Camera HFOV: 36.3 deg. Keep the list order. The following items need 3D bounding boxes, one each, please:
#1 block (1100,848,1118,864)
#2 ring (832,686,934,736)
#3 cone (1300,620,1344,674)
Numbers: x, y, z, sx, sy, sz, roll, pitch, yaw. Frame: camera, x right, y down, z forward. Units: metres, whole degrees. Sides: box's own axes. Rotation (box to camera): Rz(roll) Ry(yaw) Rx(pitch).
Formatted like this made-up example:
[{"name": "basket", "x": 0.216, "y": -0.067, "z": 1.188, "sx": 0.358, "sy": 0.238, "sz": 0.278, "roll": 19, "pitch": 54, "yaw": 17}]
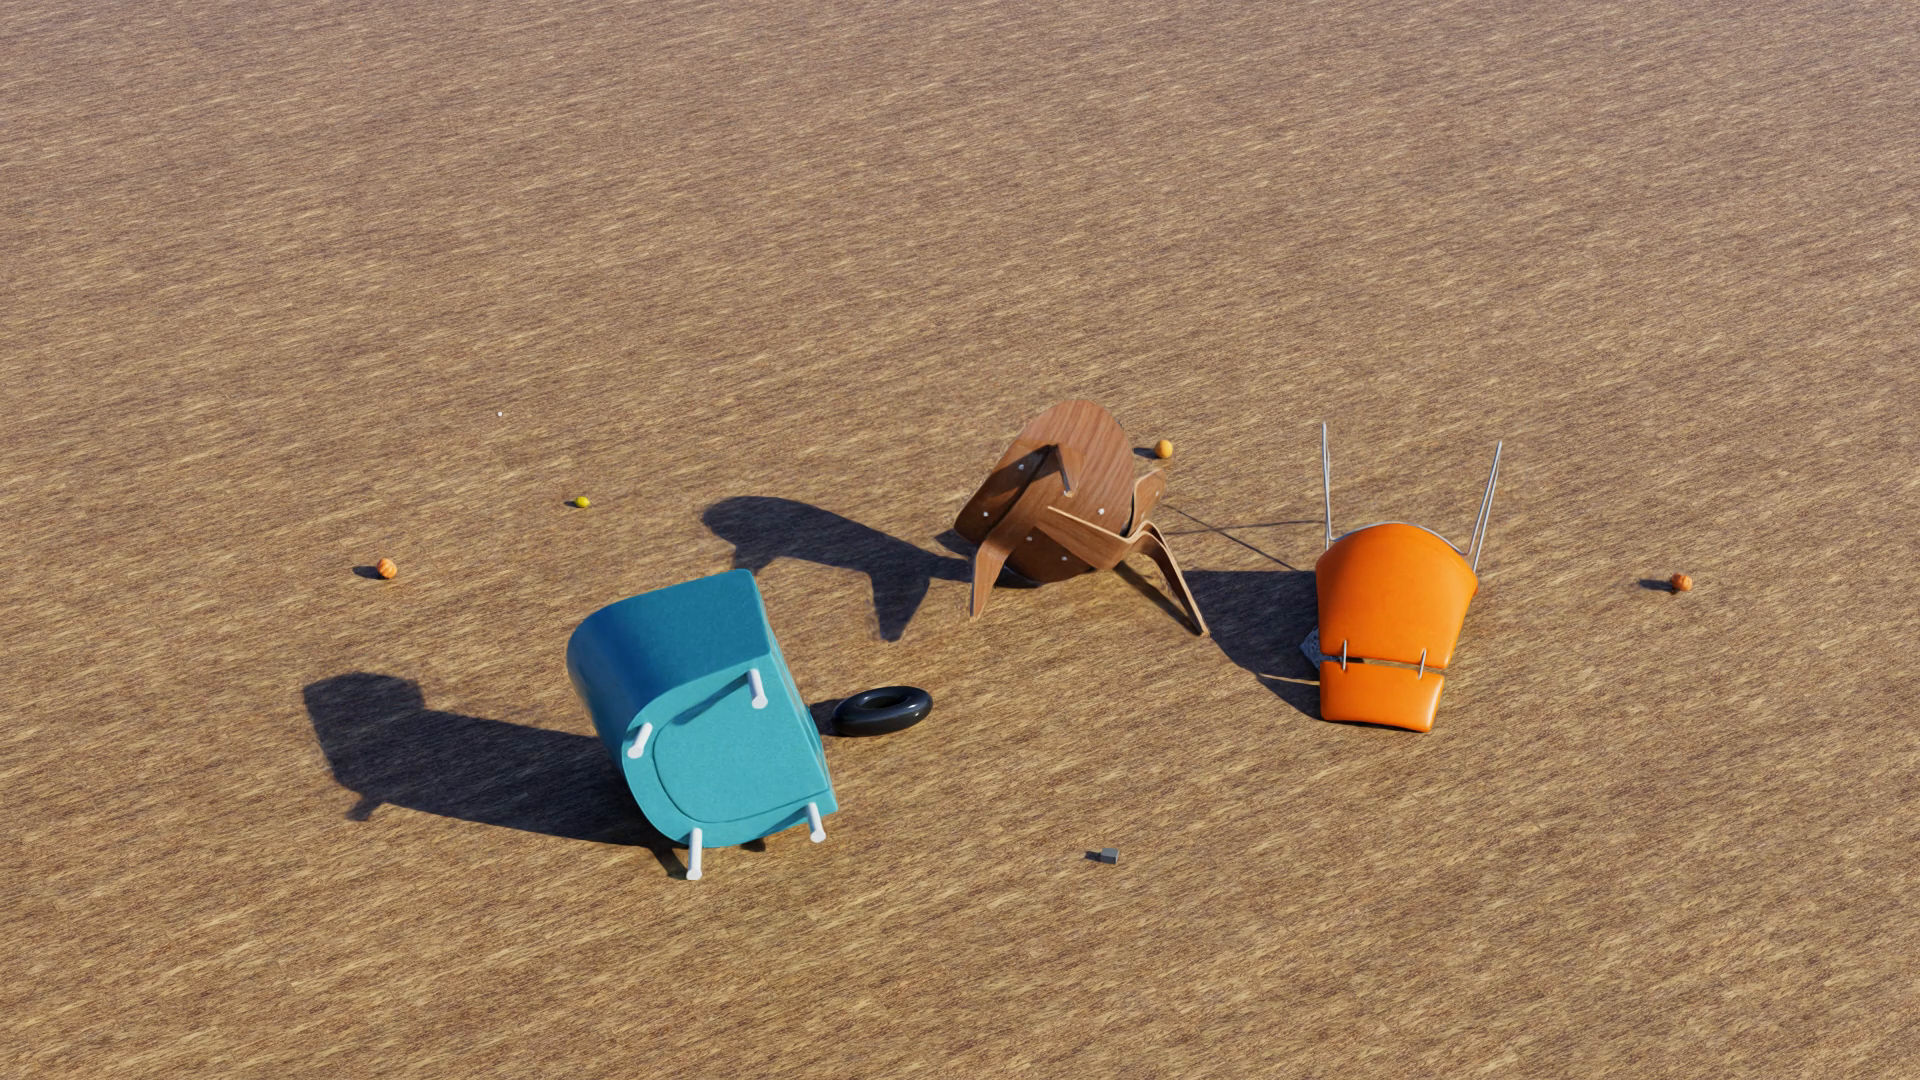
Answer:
[{"name": "block", "x": 0.478, "y": 1.011, "z": 9.383, "sx": 0.050, "sy": 0.030, "sz": 0.041, "roll": 8, "pitch": 34, "yaw": 12}, {"name": "ring", "x": -0.264, "y": 0.581, "z": 9.967, "sx": 0.364, "sy": 0.108, "sz": 0.165, "roll": -10, "pitch": 36, "yaw": -17}, {"name": "cone", "x": 1.240, "y": 0.375, "z": 10.300, "sx": 0.140, "sy": 0.193, "sz": 0.165, "roll": -5, "pitch": 1, "yaw": -28}]
